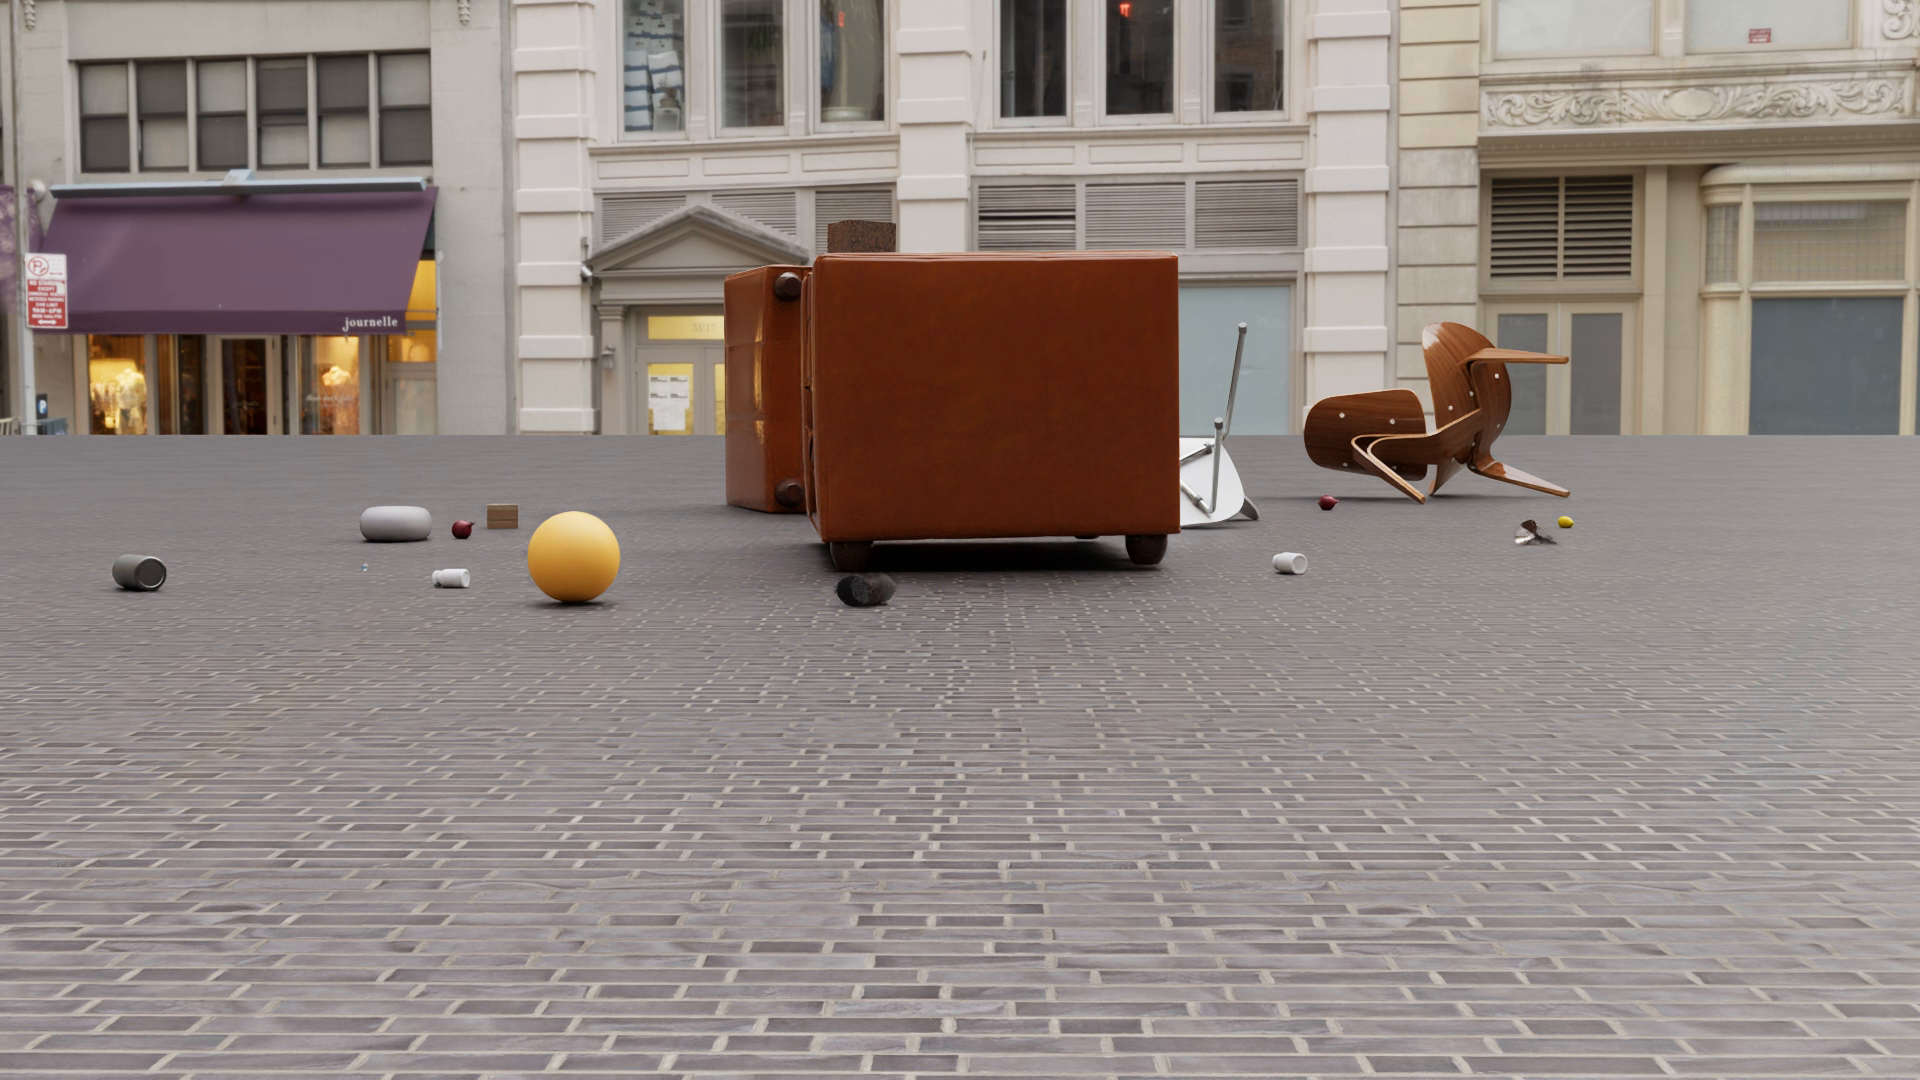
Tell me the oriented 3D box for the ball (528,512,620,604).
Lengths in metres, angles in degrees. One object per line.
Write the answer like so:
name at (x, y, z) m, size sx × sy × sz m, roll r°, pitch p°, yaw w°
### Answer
ball at (-0.810, 0.036, 4.613) m, size 0.193 × 0.193 × 0.193 m, roll 0°, pitch 4°, yaw 0°

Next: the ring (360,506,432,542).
ring at (-1.681, -0.049, 6.557) m, size 0.204 × 0.098 × 0.290 m, roll 1°, pitch 3°, yaw -1°

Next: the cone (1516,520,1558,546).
cone at (1.680, -0.004, 6.337) m, size 0.110 × 0.077 × 0.137 m, roll 19°, pitch -4°, yaw -10°

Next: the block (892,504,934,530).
block at (-0.153, -0.075, 7.055) m, size 0.077 × 0.079 × 0.134 m, roll 2°, pitch 4°, yaw 28°

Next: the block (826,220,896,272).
block at (-0.362, -1.079, 8.084) m, size 0.187 × 0.165 × 0.187 m, roll 0°, pitch 1°, yaw -30°

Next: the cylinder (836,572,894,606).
cylinder at (-0.196, 0.103, 4.575) m, size 0.082 × 0.064 × 0.098 m, roll 11°, pitch 0°, yaw 32°

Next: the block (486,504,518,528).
block at (-1.483, -0.078, 7.120) m, size 0.097 × 0.076 × 0.074 m, roll -1°, pitch 4°, yaw -14°

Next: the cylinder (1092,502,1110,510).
cylinder at (0.525, -0.128, 8.179) m, size 0.047 × 0.031 × 0.056 m, roll 1°, pitch 7°, yaw 41°
